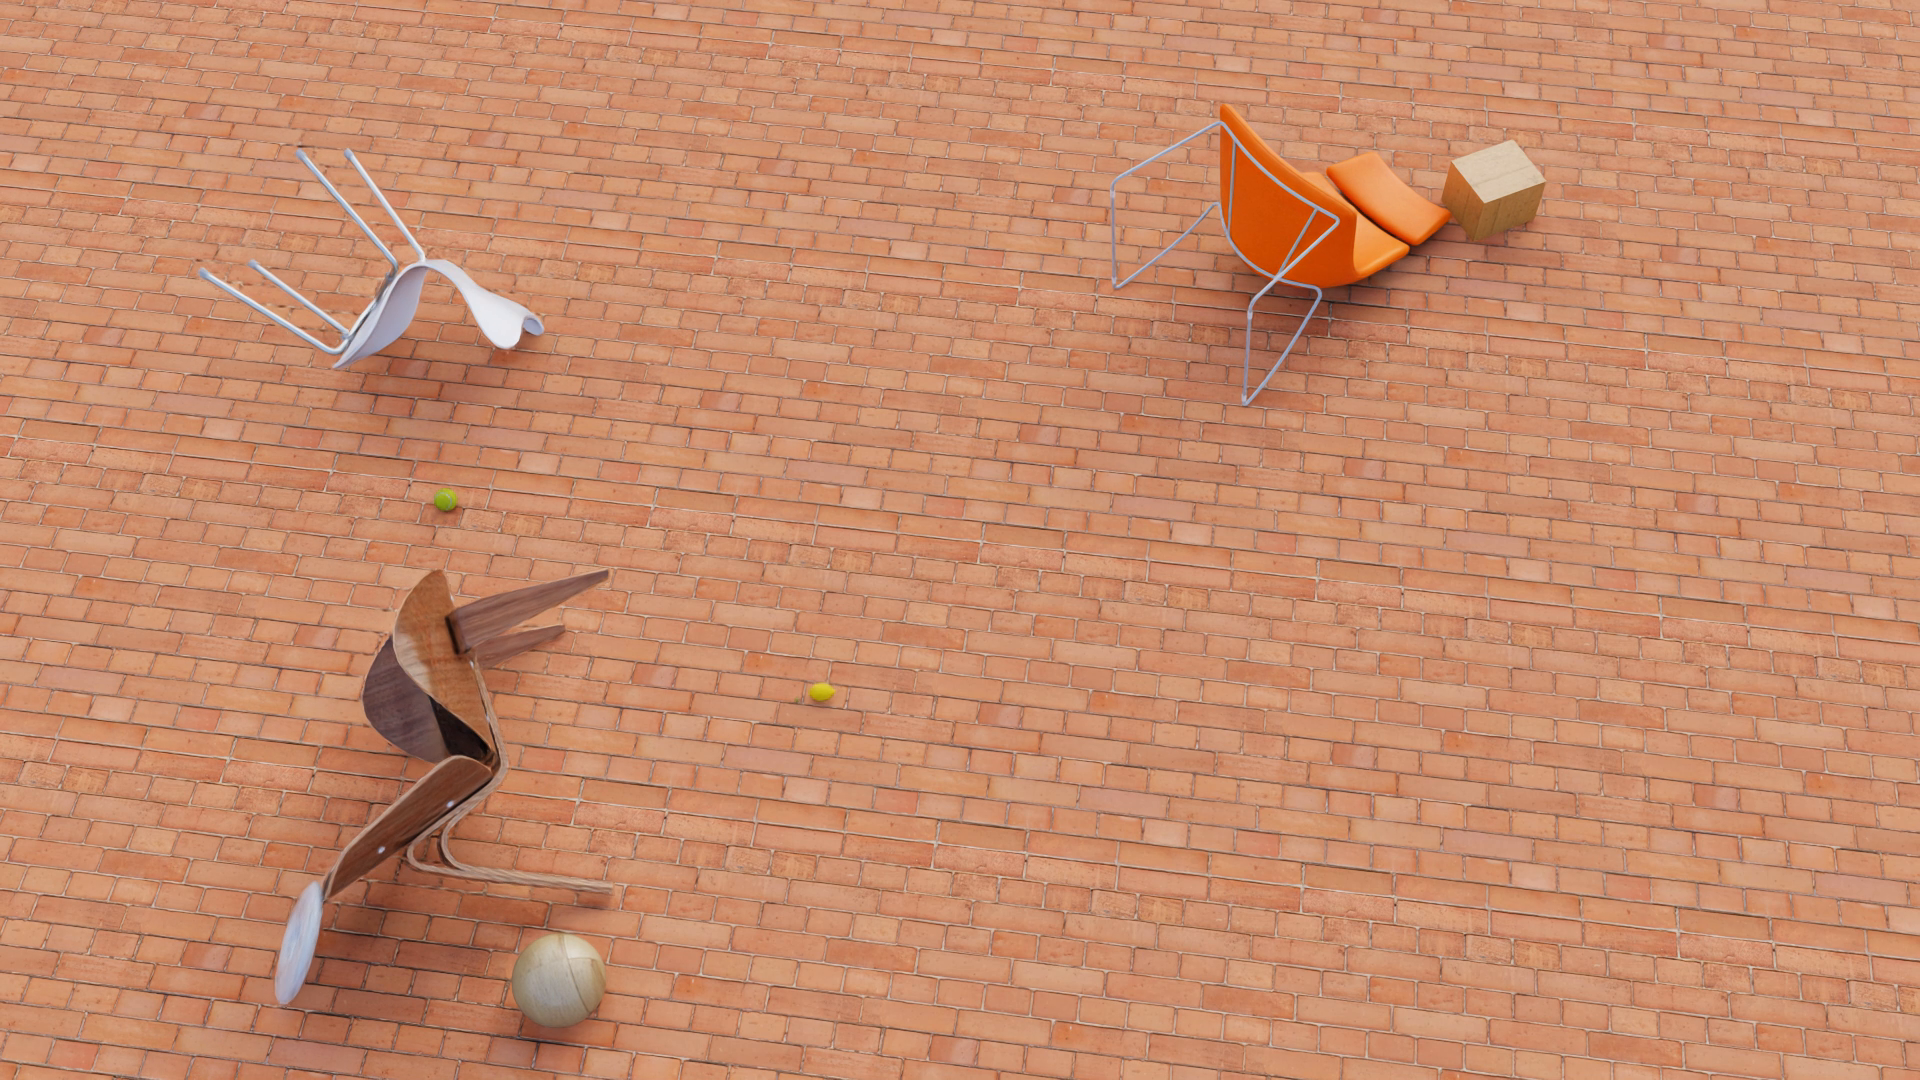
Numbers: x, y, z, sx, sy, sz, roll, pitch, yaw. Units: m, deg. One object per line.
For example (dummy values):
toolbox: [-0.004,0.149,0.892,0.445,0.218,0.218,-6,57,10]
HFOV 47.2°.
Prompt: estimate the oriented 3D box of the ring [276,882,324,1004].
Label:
ring: [-1.717,1.046,5.712,0.045,0.315,0.322,18,68,-23]

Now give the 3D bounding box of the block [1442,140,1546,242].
block: [1.754,-1.150,7.234,0.236,0.185,0.204,-21,59,-13]

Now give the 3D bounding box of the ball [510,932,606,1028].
ball: [-1.034,1.135,5.667,0.242,0.242,0.242,0,56,0]
